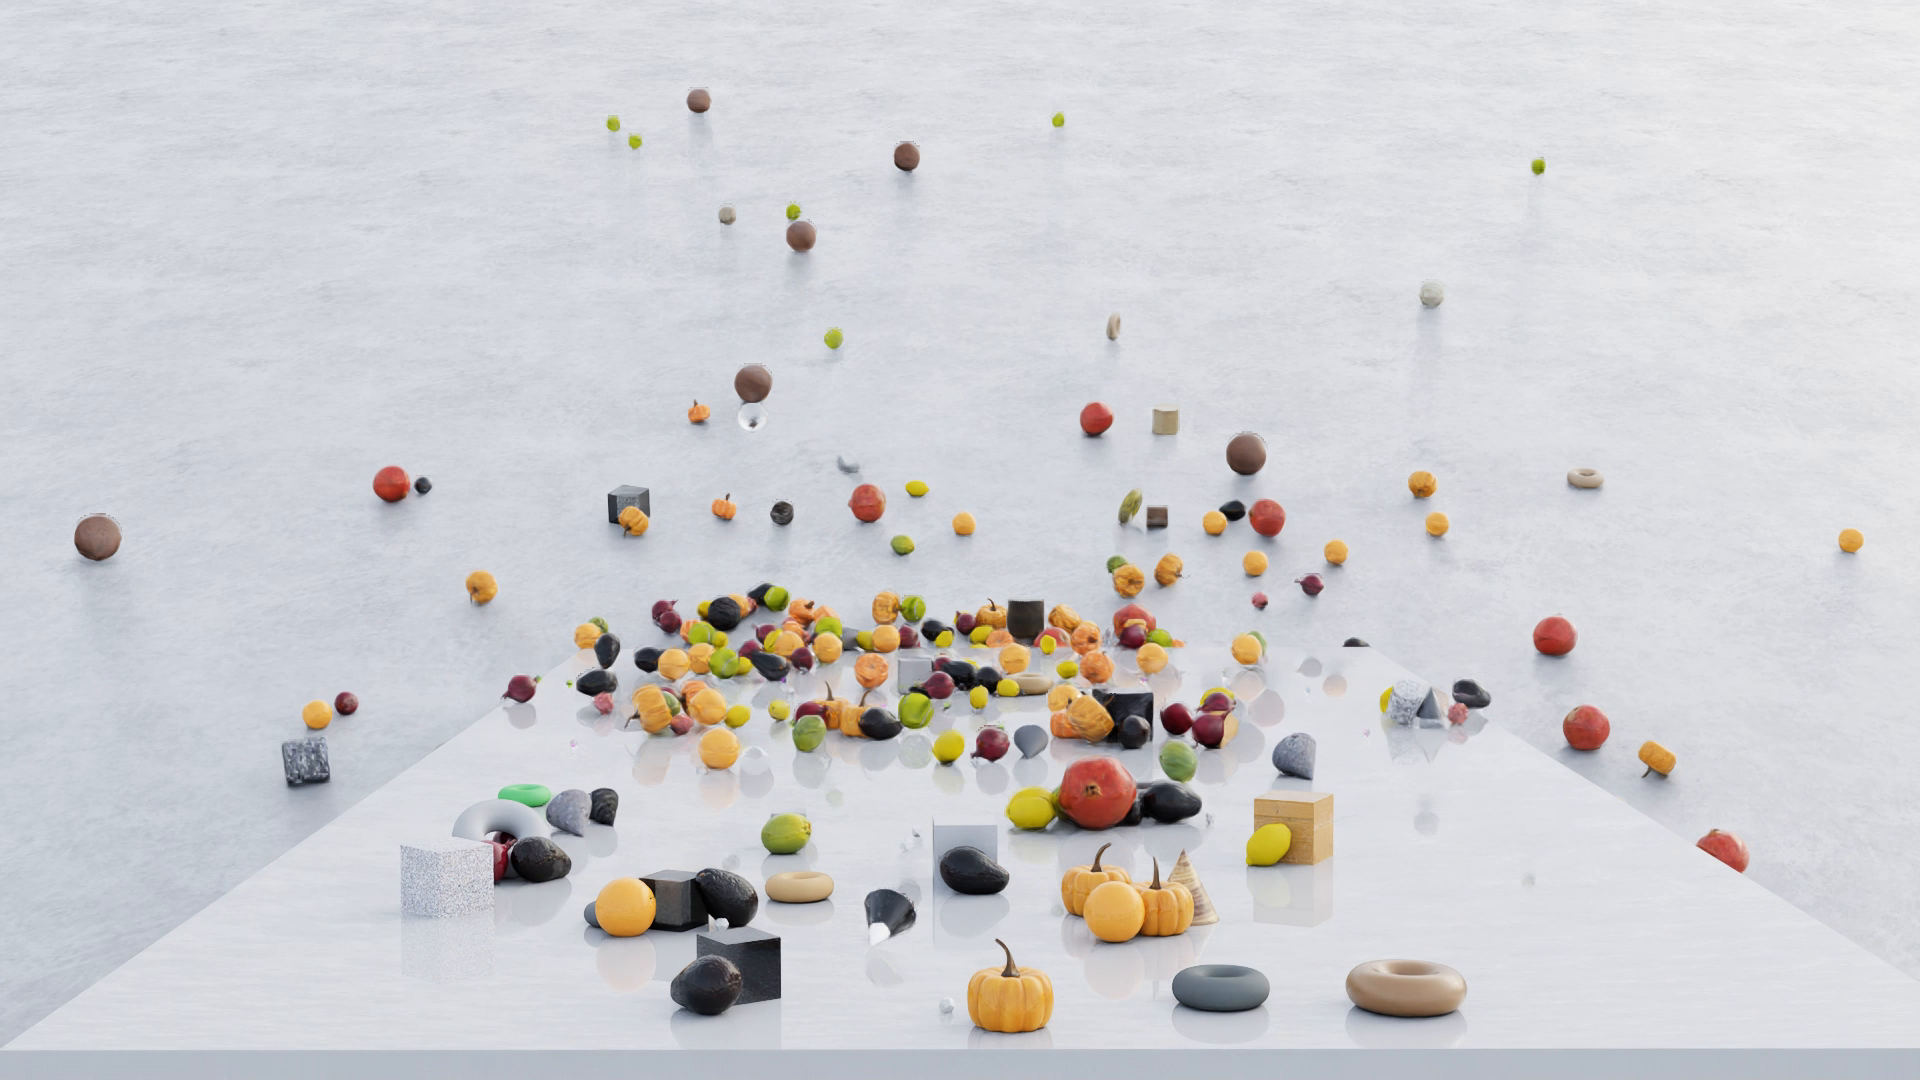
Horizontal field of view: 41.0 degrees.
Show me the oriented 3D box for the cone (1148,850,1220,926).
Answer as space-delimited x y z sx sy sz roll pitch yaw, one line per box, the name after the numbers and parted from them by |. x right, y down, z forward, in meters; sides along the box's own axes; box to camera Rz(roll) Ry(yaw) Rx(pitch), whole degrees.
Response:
0.275 0.422 3.157 0.088 0.088 0.088 0 3 0 | cone

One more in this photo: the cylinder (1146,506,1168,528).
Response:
0.584 -0.069 7.612 0.062 0.062 0.062 1 21 4 | cylinder

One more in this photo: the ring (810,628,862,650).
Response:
-0.314 0.251 6.524 0.133 0.044 0.133 -2 8 0 | ring

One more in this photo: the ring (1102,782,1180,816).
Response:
0.280 0.400 3.971 0.122 0.041 0.122 -1 4 0 | ring

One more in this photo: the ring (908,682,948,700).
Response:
-0.067 0.321 5.464 0.086 0.029 0.086 0 4 0 | ring

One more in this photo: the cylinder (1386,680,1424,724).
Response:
0.871 0.316 5.023 0.062 0.062 0.062 6 37 -4 | cylinder

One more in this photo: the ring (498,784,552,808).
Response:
-0.685 0.403 4.043 0.083 0.028 0.083 0 4 0 | ring

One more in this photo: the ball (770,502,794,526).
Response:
-0.526 -0.080 7.627 0.071 0.071 0.071 0 21 0 | ball

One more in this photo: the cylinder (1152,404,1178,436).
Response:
0.676 -0.396 8.443 0.084 0.084 0.084 0 21 0 | cylinder

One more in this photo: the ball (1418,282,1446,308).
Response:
1.811 -0.941 9.857 0.100 0.100 0.100 0 21 0 | ball

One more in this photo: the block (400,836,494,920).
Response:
-0.642 0.422 3.217 0.082 0.082 0.082 3 5 44 | block

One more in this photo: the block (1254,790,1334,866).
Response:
0.464 0.399 3.573 0.087 0.087 0.087 2 4 26 | block

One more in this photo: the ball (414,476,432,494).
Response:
-1.647 -0.168 7.883 0.054 0.054 0.054 0 21 0 | ball

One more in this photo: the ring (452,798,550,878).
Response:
-0.619 0.403 3.467 0.132 0.044 0.132 10 37 -8 | ring

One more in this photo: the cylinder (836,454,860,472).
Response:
-0.351 -0.241 8.078 0.053 0.053 0.053 -12 24 -28 | cylinder

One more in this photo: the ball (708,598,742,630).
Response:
-0.630 0.198 6.870 0.090 0.090 0.090 0 21 0 | ball

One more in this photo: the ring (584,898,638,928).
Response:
-0.420 0.455 3.132 0.078 0.026 0.078 1 4 0 | ring

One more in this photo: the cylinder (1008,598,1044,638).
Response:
0.176 0.207 6.803 0.096 0.096 0.096 -2 4 0 | cylinder

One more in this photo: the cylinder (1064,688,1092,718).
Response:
0.245 0.325 5.145 0.056 0.056 0.056 10 7 24 | cylinder

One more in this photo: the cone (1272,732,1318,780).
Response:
0.578 0.381 4.322 0.082 0.082 0.082 -5 36 -13 | cone

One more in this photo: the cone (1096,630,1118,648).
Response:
0.383 0.271 6.671 0.095 0.095 0.095 0 21 0 | cone

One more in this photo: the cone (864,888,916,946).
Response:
-0.094 0.459 3.032 0.066 0.066 0.066 6 32 17 | cone

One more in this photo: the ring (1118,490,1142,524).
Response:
0.506 -0.099 7.633 0.036 0.109 0.109 29 30 18 | ring

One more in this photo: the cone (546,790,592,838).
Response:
-0.563 0.416 3.768 0.071 0.071 0.071 -9 34 -23 | cone

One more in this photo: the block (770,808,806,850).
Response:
-0.245 0.412 3.671 0.051 0.051 0.051 0 3 -4 | block

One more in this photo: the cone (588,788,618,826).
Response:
-0.530 0.413 3.858 0.059 0.059 0.059 -10 34 -24 | cone

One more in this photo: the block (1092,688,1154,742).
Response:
0.304 0.327 4.807 0.090 0.090 0.090 -1 3 -15 | block

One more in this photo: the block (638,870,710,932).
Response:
-0.347 0.438 3.120 0.061 0.061 0.061 2 4 26 | block

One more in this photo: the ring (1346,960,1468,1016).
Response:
0.470 0.471 2.705 0.127 0.042 0.127 1 2 0 | ring

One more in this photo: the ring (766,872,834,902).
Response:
-0.206 0.444 3.290 0.089 0.030 0.089 -1 2 0 | ring

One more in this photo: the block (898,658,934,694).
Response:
-0.096 0.294 5.551 0.072 0.072 0.072 0 3 -7 | block

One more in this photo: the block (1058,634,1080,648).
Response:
0.285 0.282 6.700 0.052 0.052 0.052 2 21 6 | block

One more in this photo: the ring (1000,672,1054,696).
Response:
0.143 0.311 5.545 0.117 0.039 0.117 -1 4 0 | ring

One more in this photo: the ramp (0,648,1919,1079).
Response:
0.048 0.438 4.532 2.000 0.100 4.000 0 3 0 | ramp

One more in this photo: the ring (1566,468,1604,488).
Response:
1.939 -0.191 7.968 0.115 0.038 0.115 0 22 0 | ring

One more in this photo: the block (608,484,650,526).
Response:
-0.987 -0.103 7.660 0.091 0.091 0.091 8 22 21 | block

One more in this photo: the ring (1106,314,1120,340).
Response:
0.566 -0.784 9.445 0.033 0.098 0.098 8 22 19 | ring

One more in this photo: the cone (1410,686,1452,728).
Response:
0.913 0.322 4.983 0.080 0.080 0.080 0 3 0 | cone

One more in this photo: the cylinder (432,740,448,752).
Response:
-1.196 0.522 6.032 0.078 0.078 0.078 -7 22 -18 | cylinder

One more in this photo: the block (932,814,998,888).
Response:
0.006 0.411 3.398 0.083 0.083 0.083 0 3 -2 | block

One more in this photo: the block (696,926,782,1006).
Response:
-0.237 0.456 2.753 0.066 0.066 0.066 -2 4 -35 | block

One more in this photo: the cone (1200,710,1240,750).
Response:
0.476 0.362 4.696 0.073 0.073 0.073 1 32 3 | cone

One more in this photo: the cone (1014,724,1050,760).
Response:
0.124 0.372 4.563 0.064 0.064 0.064 4 38 10 | cone

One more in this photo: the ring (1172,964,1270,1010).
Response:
0.276 0.474 2.722 0.104 0.035 0.104 0 2 0 | ring

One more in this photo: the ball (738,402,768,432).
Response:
-0.680 -0.403 8.442 0.098 0.098 0.098 0 21 0 | ball

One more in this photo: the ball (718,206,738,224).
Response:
-1.004 -1.402 11.097 0.082 0.082 0.082 0 21 0 | ball
